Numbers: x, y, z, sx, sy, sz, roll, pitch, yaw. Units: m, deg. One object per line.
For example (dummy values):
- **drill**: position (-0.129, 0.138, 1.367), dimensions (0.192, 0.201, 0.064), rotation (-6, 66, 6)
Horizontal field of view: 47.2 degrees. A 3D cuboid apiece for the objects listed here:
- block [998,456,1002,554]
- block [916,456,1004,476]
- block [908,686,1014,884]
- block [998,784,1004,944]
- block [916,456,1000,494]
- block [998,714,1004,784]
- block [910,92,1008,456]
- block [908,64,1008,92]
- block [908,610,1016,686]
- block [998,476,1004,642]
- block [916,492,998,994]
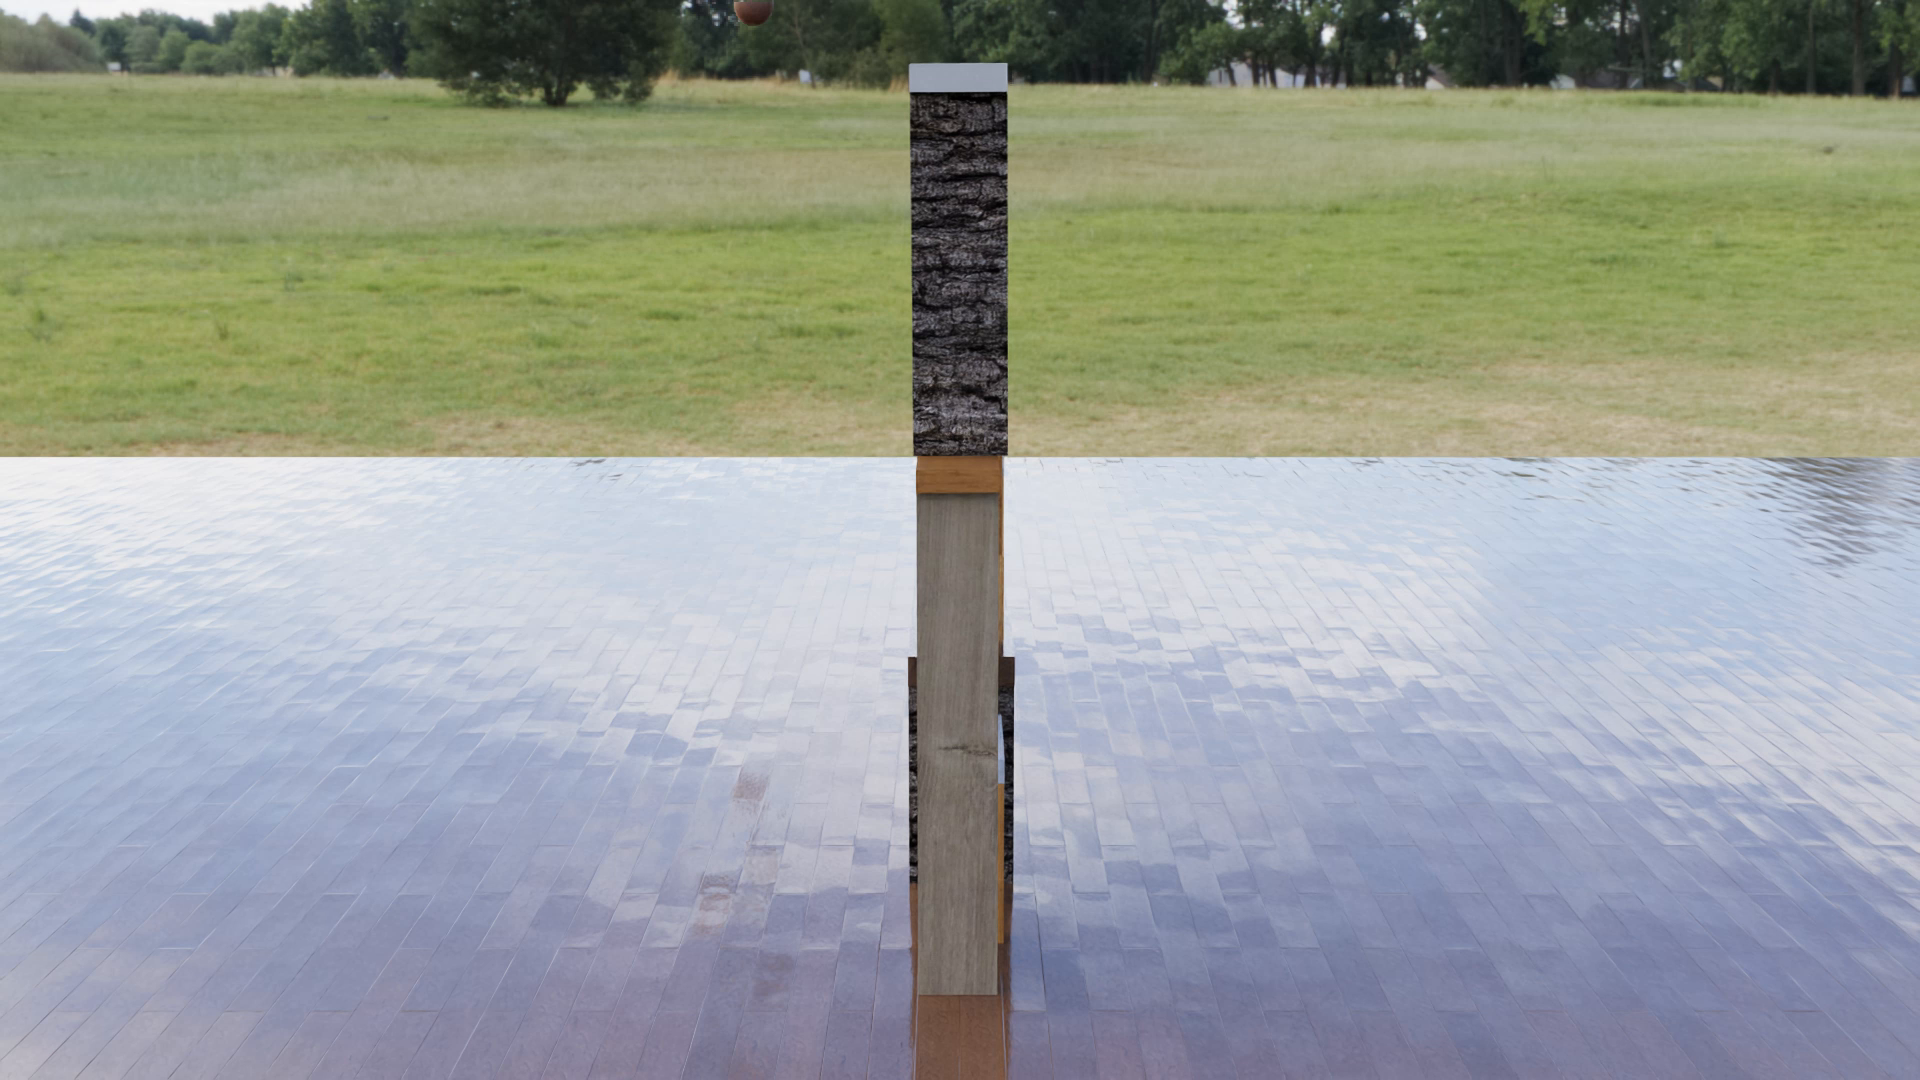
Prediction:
- **block**: position (0.001, -0.177, 3.469), dimensions (0.130, 0.402, 0.037), rotation (0, 11, 0)
- **block**: position (0.001, -0.153, 3.772), dimensions (0.145, 0.041, 0.290), rotation (0, 11, 0)
- **block**: position (0.002, 0.403, 3.713), dimensions (0.176, 0.352, 0.050), rotation (0, 11, 0)
- **block**: position (0.002, 0.497, 3.439), dimensions (0.134, 0.267, 0.038), rotation (0, 11, 0)
- **block**: position (-0.003, -0.103, 3.192), dimensions (0.117, 0.033, 0.233), rotation (0, 10, 0)
- **block**: position (0.002, 0.331, 3.499), dimensions (0.134, 0.038, 0.267), rotation (0, 11, 0)
- **block**: position (-0.001, -0.382, 3.181), dimensions (0.138, 0.520, 0.039), rotation (0, 10, 0)
- **block**: position (-0.001, -0.674, 3.220), dimensions (0.138, 0.039, 0.276), rotation (0, 10, 1)
- **block**: position (0.002, 0.184, 3.791), dimensions (0.176, 0.050, 0.352), rotation (0, 11, 0)
- **block**: position (0.001, 0.027, 3.708), dimensions (0.145, 0.290, 0.041), rotation (0, 11, 0)
- **block**: position (-0.003, 0.297, 3.187), dimensions (0.117, 0.752, 0.033), rotation (0, 11, 0)
